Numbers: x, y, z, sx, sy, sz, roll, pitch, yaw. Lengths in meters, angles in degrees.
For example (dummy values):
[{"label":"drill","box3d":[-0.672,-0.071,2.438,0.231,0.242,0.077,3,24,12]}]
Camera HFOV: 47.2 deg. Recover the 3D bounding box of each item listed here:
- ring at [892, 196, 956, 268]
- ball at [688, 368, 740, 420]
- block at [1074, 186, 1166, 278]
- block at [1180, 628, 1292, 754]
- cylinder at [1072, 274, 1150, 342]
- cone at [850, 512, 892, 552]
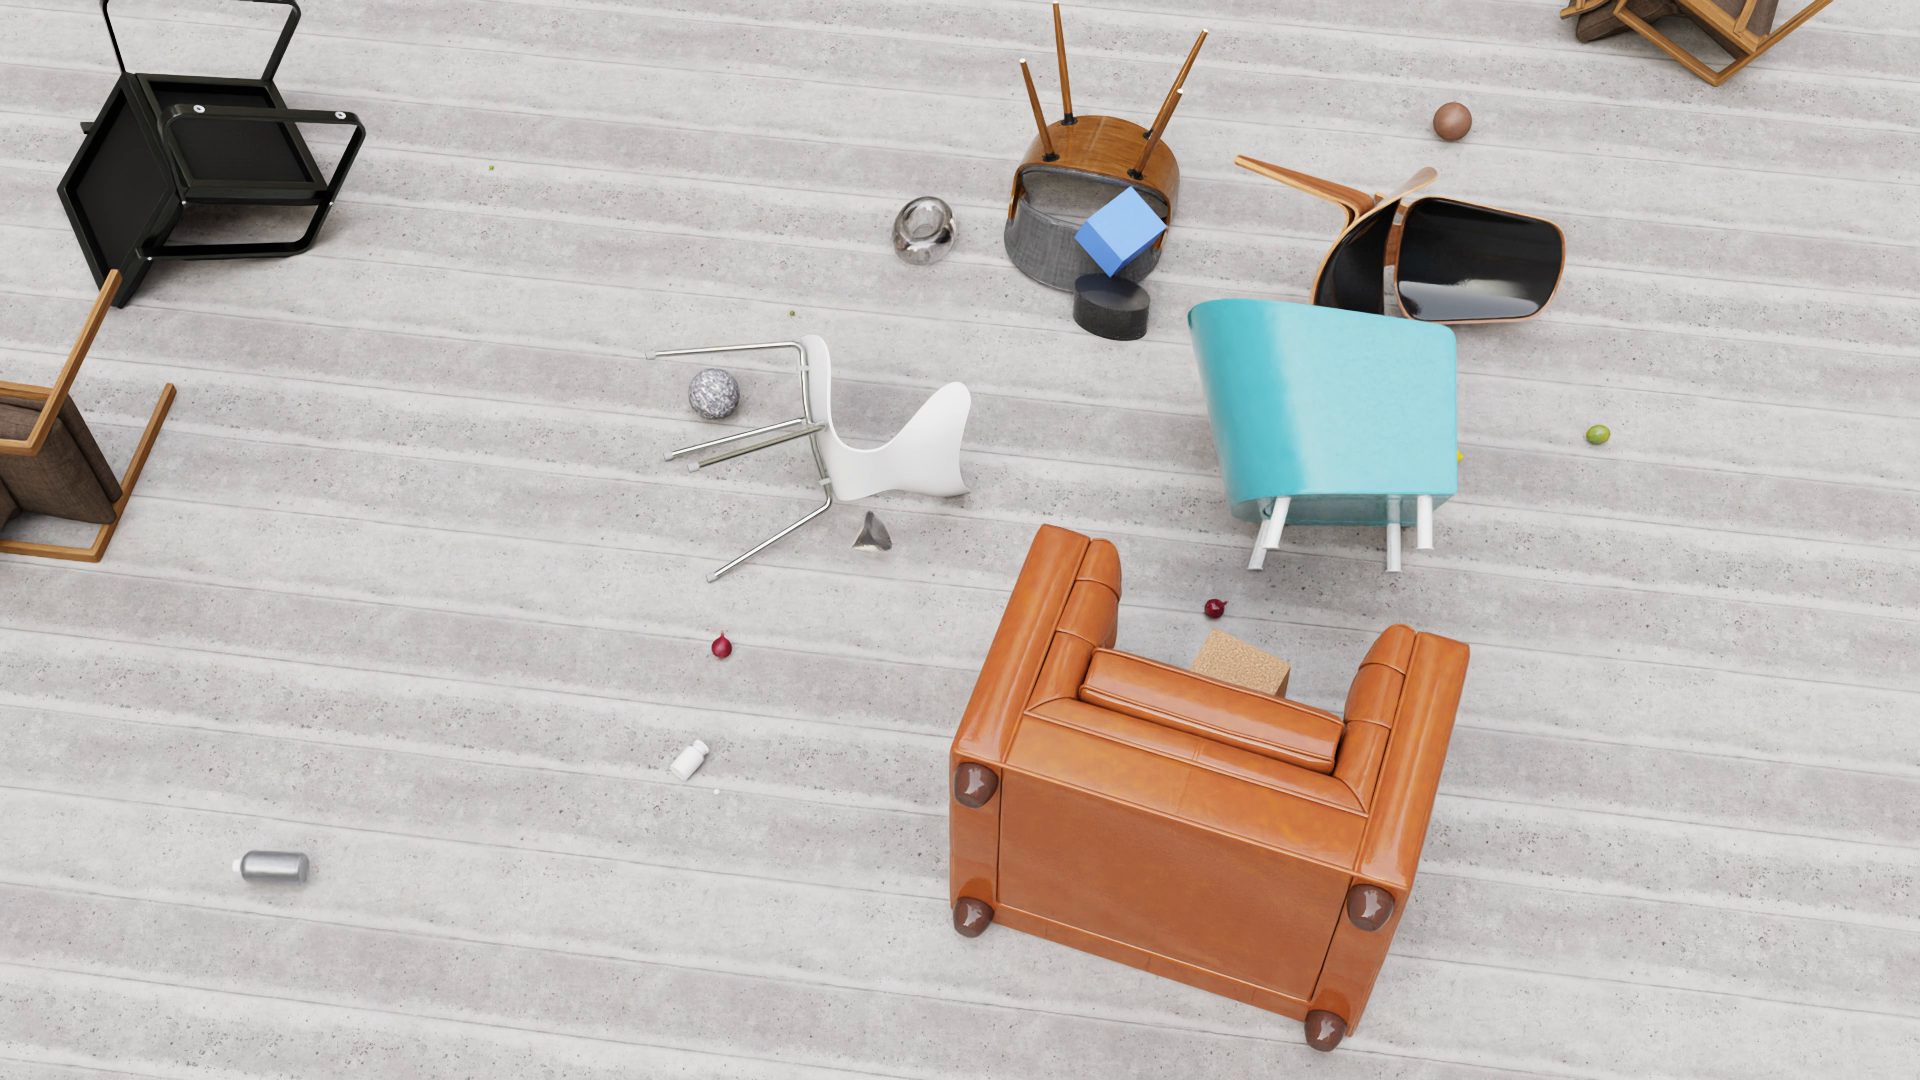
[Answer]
[{"label":"ring","box3d":[-0.119,-1.009,7.186,0.207,0.110,0.269,14,58,10]},{"label":"ball","box3d":[-0.759,-0.450,6.780,0.160,0.160,0.160,0,56,0]},{"label":"block","box3d":[0.507,-0.972,6.942,0.205,0.123,0.173,-39,86,-24]},{"label":"block","box3d":[0.766,0.421,6.130,0.238,0.249,0.182,26,66,16]},{"label":"cylinder","box3d":[0.480,-0.739,6.980,0.248,0.148,0.137,18,58,12]},{"label":"cone","box3d":[-0.284,0.001,6.539,0.105,0.127,0.154,-33,29,17]}]
